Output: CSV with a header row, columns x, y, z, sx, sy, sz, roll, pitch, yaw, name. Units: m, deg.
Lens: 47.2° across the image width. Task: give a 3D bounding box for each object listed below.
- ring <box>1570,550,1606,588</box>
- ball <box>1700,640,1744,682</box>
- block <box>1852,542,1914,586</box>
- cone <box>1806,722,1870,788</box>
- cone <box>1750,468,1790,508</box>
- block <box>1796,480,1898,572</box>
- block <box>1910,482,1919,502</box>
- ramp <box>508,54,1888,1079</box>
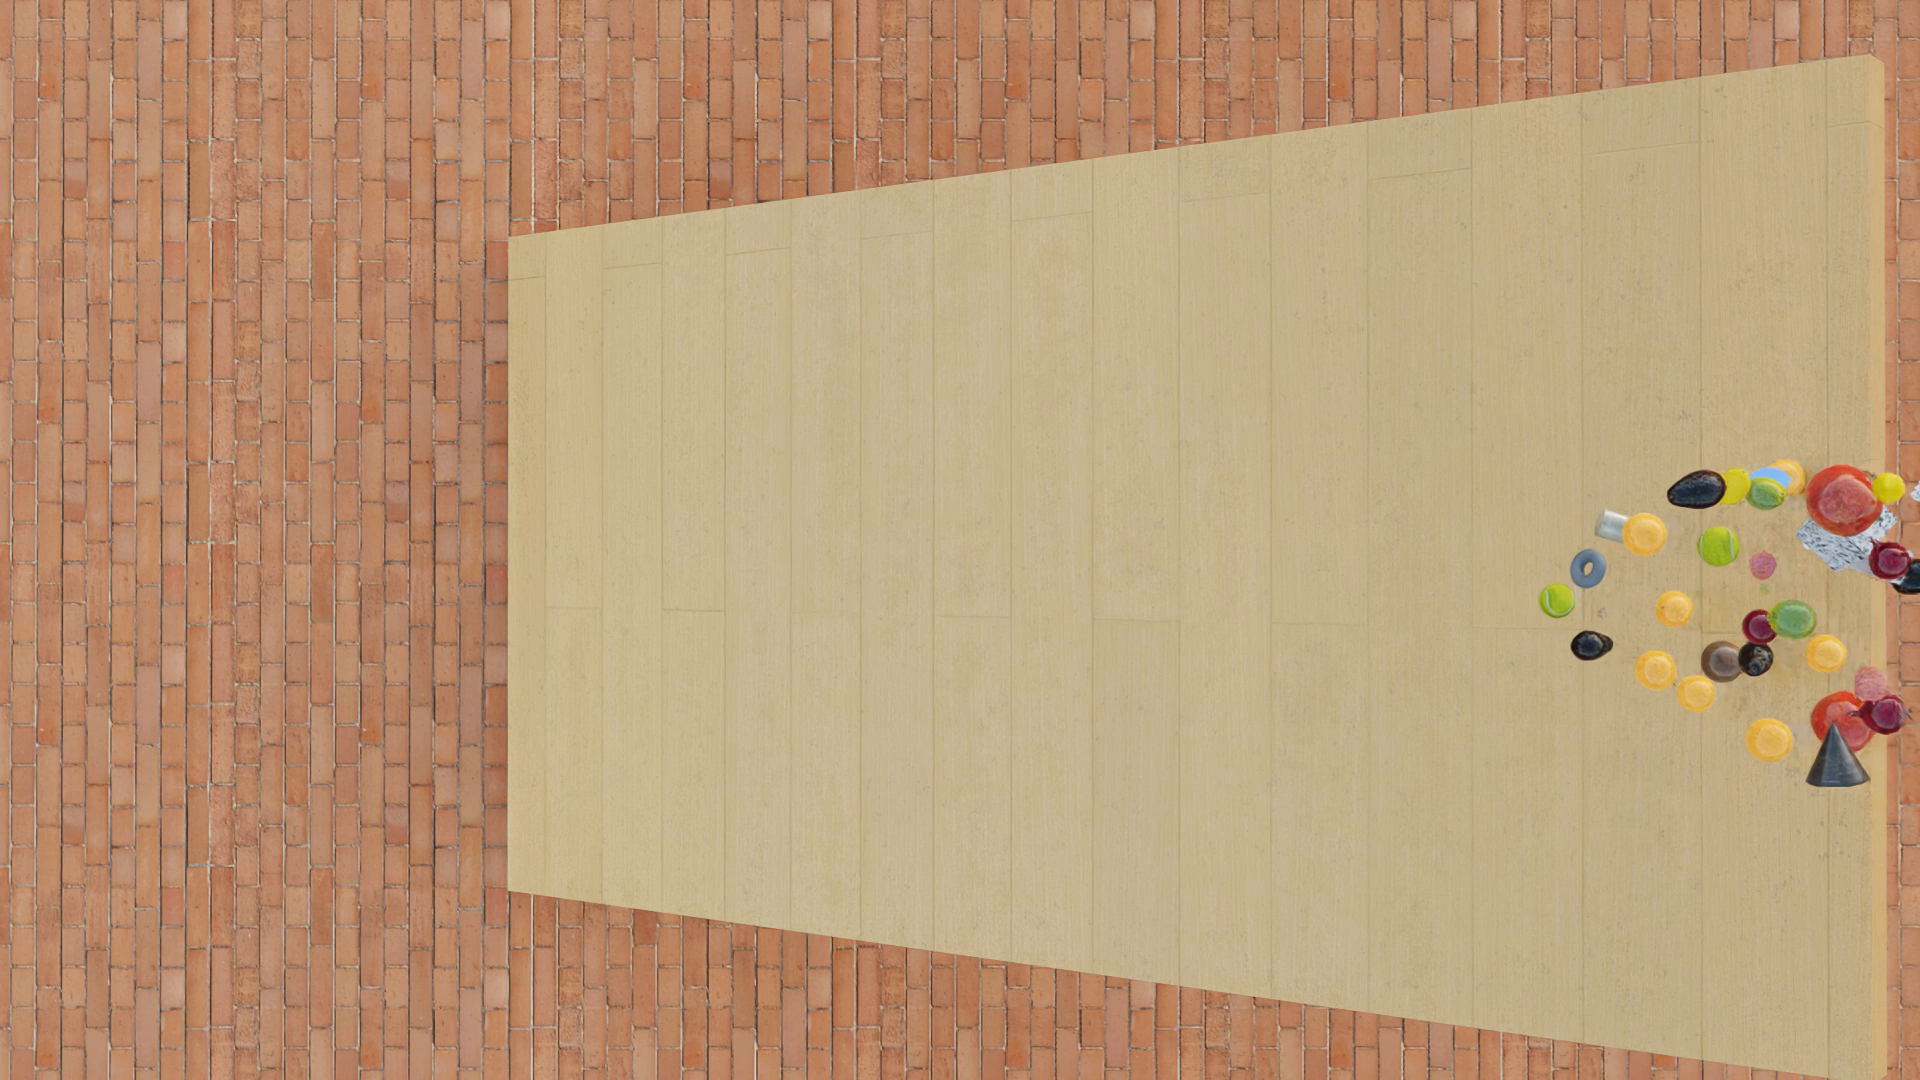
x,y,z,sx,sy,sz,roll,pitch,yaw,name
1.212,0.055,4.243,0.026,0.078,0.078,17,90,-35,ring
1.506,0.240,4.345,0.084,0.084,0.084,0,90,0,ball
1.562,0.035,3.724,0.059,0.059,0.059,16,97,-18,block
1.352,0.325,3.396,0.093,0.093,0.093,-8,97,0,cone
1.513,-0.085,4.112,0.071,0.071,0.071,-13,129,0,cone
1.479,-0.023,3.671,0.094,0.094,0.094,44,70,6,block
1.454,-0.078,3.237,0.069,0.069,0.069,36,112,22,block
0.224,0.064,5.540,4.000,0.100,2.000,0,90,38,ramp
